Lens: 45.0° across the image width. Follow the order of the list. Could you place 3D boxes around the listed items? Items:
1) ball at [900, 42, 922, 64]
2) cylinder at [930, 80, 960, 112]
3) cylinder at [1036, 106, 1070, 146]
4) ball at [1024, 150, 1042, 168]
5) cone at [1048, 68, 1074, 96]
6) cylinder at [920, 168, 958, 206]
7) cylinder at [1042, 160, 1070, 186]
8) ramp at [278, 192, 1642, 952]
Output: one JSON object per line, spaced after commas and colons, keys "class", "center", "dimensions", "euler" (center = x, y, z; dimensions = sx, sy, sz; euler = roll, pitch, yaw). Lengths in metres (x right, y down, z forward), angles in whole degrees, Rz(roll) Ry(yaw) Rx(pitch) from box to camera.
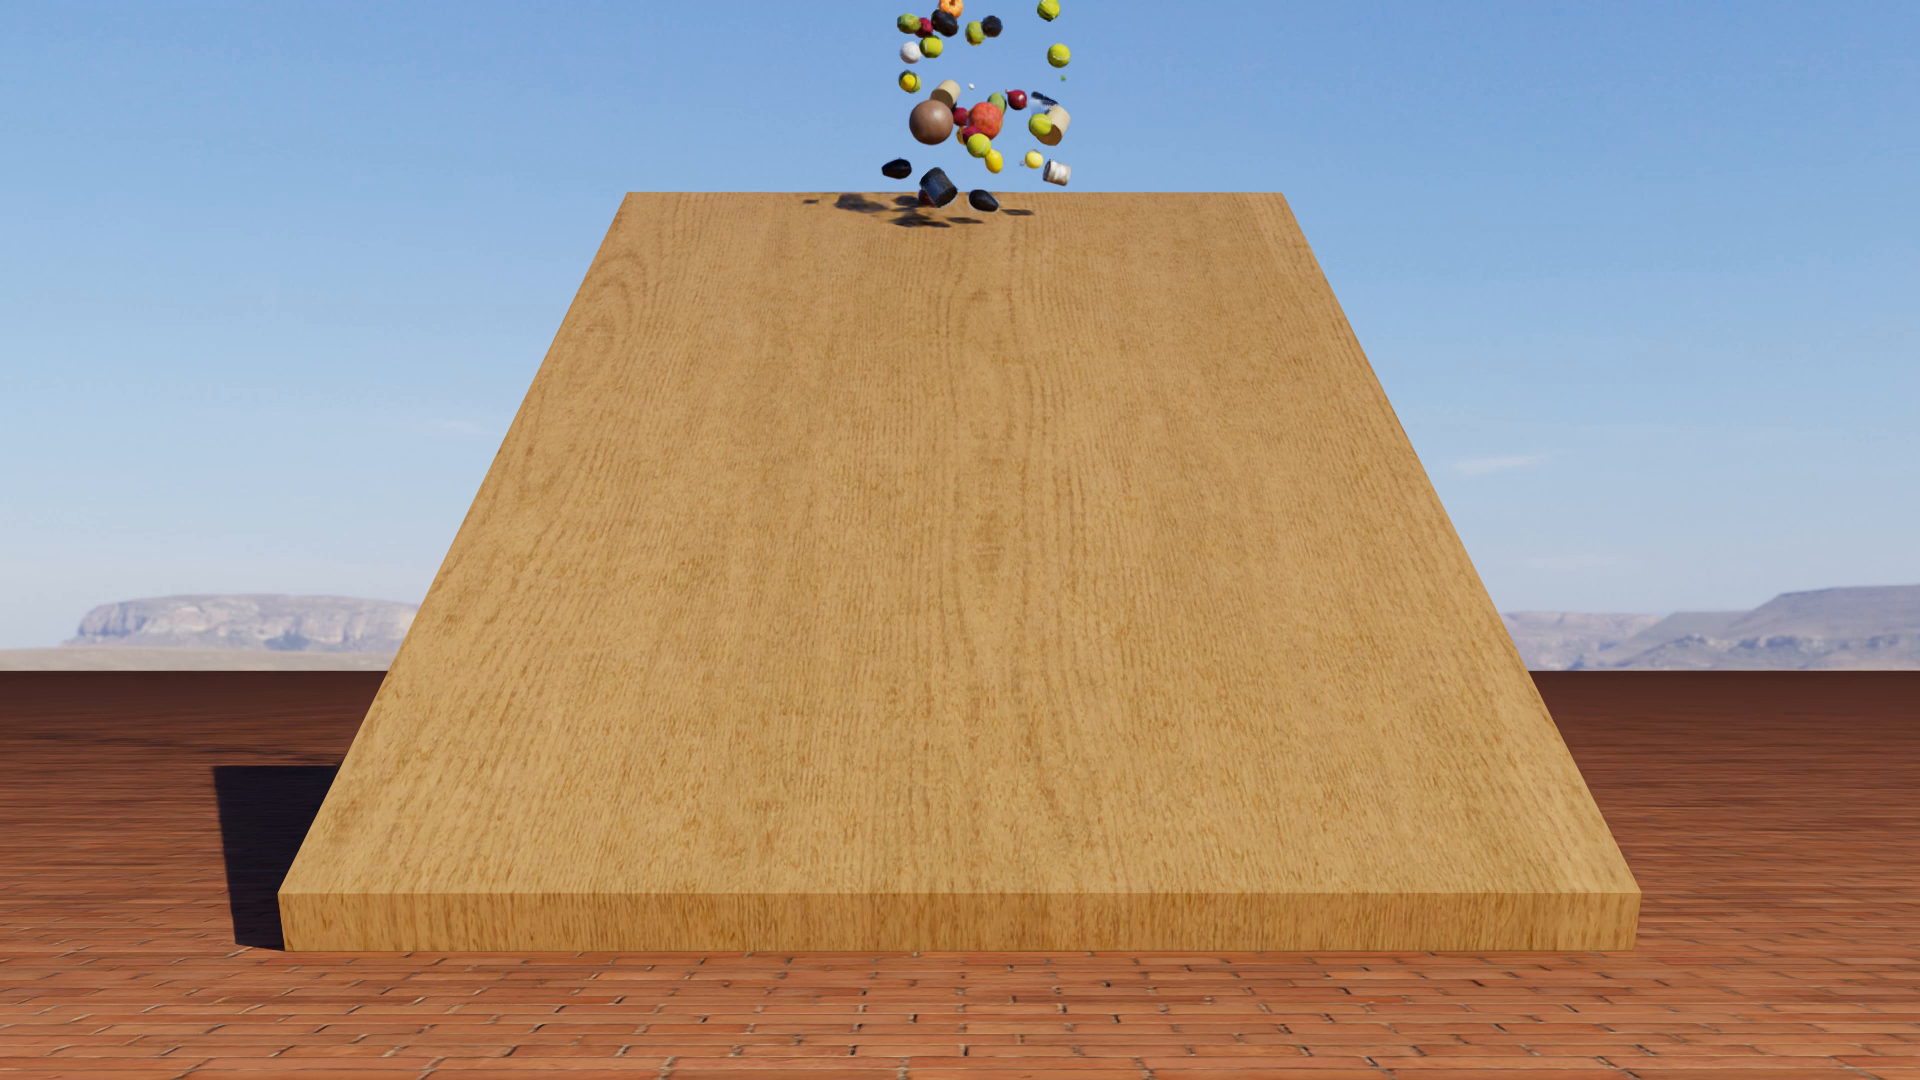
{"class": "ball", "center": [-0.149, -1.471, 6.992], "dimensions": [0.066, 0.066, 0.066], "euler": [0, -3, 0]}
{"class": "cylinder", "center": [-0.043, -1.306, 6.807], "dimensions": [0.072, 0.072, 0.072], "euler": [-1, 32, 22]}
{"class": "cylinder", "center": [0.278, -1.238, 6.920], "dimensions": [0.084, 0.084, 0.084], "euler": [14, -41, 13]}
{"class": "ball", "center": [0.222, -1.145, 6.969], "dimensions": [0.055, 0.055, 0.055], "euler": [0, -3, 0]}
{"class": "cone", "center": [0.302, -1.367, 6.881], "dimensions": [0.080, 0.080, 0.080], "euler": [6, 3, 0]}
{"class": "cylinder", "center": [-0.062, -1.011, 6.634], "dimensions": [0.078, 0.078, 0.078], "euler": [-32, -21, -13]}
{"class": "cylinder", "center": [0.281, -1.064, 6.718], "dimensions": [0.062, 0.062, 0.062], "euler": [12, -7, -18]}
{"class": "ramp", "center": [-0.007, -0.226, 5.252], "dimensions": [2.000, 0.100, 4.000], "euler": [0, 23, 0]}
